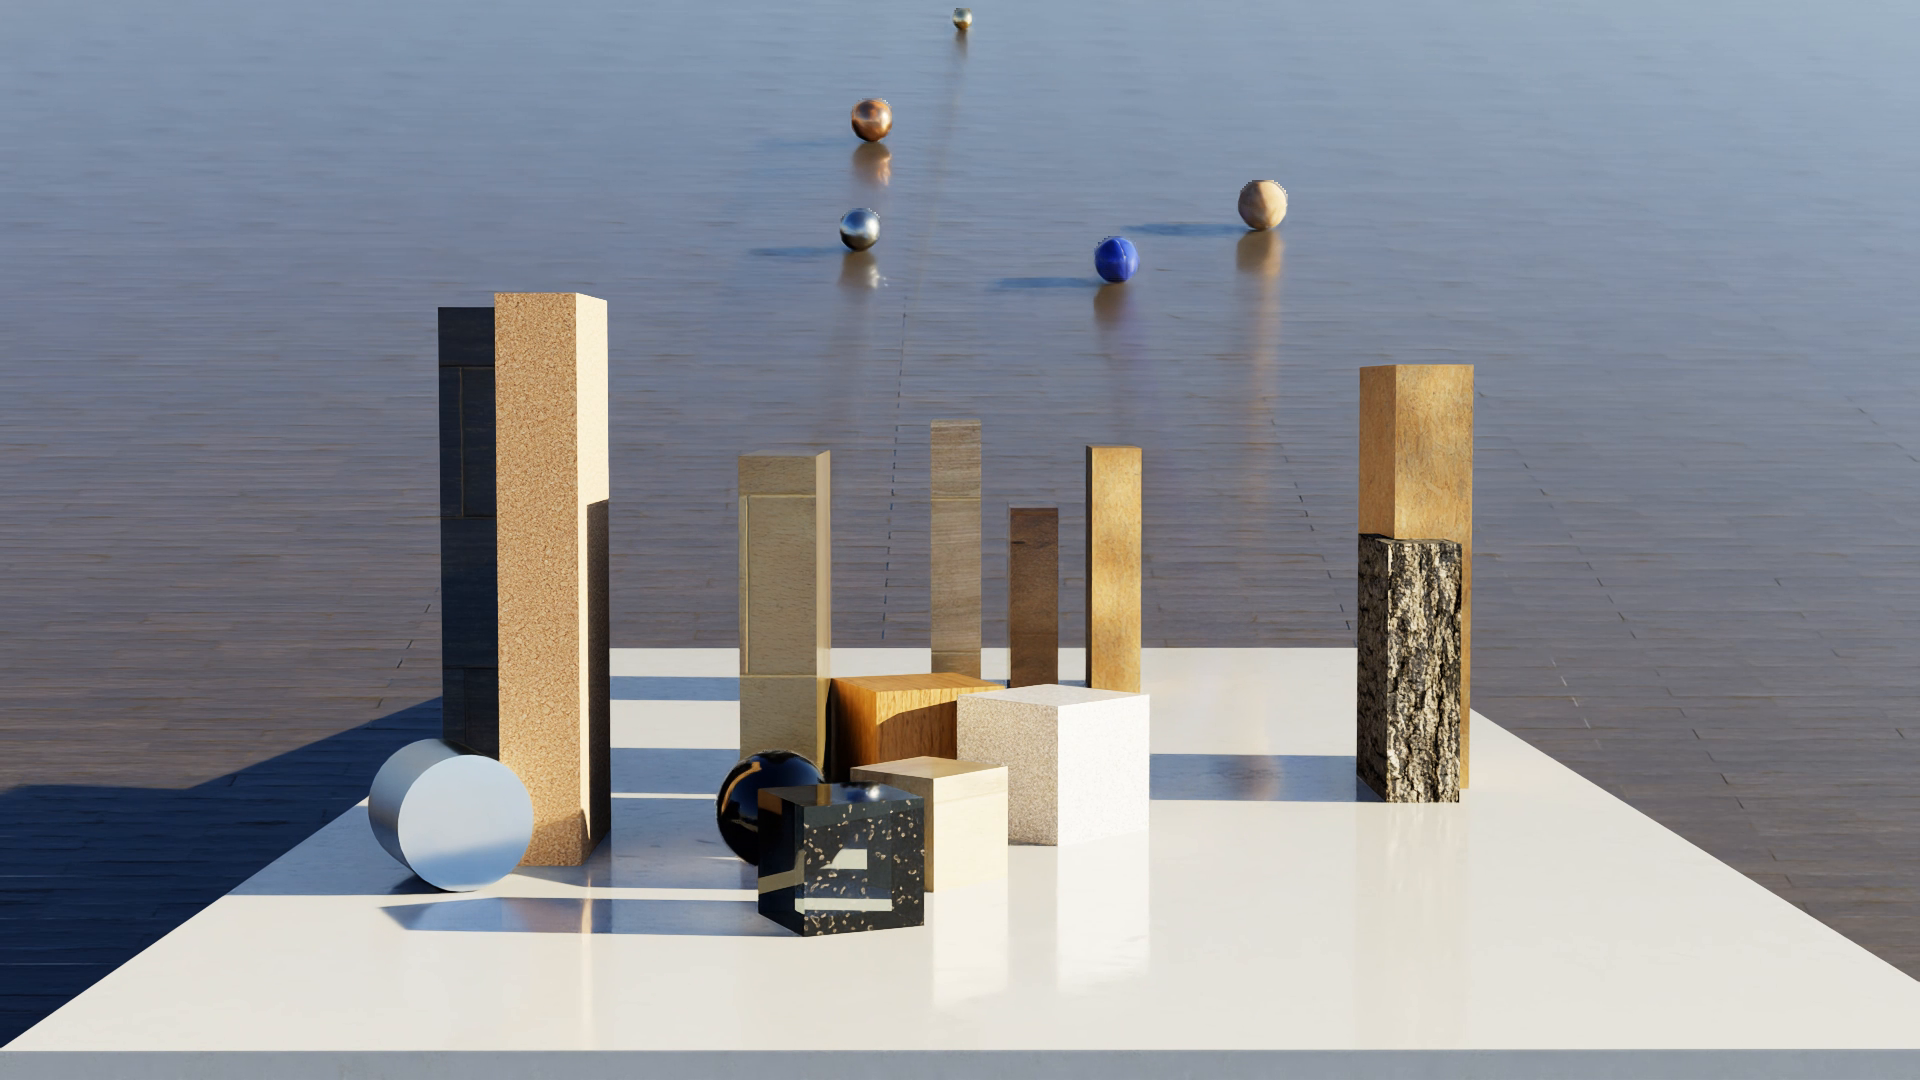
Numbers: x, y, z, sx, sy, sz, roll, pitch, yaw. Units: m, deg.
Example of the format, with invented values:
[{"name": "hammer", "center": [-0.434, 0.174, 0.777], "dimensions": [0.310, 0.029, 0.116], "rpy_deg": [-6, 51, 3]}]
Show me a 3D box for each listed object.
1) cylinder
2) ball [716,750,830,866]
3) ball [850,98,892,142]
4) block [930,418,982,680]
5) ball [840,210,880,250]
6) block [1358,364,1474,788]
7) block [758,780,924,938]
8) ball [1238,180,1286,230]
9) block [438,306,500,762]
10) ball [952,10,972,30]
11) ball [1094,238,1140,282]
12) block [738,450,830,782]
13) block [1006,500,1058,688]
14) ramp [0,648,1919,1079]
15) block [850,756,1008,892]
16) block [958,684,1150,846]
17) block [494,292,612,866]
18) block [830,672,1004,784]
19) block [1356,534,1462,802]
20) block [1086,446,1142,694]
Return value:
[{"name": "cylinder", "center": [-0.677, 0.362, 3.407], "dimensions": [0.178, 0.178, 0.178], "rpy_deg": [-10, 7, -24]}, {"name": "ball", "center": [-0.250, 0.366, 3.494], "dimensions": [0.162, 0.162, 0.162], "rpy_deg": [0, 21, 0]}, {"name": "ball", "center": [-0.436, -2.071, 12.675], "dimensions": [0.208, 0.208, 0.208], "rpy_deg": [0, 21, 0]}, {"name": "block", "center": [-0.007, 0.097, 4.366], "dimensions": [0.081, 0.602, 0.432], "rpy_deg": [0, 3, 0]}, {"name": "ball", "center": [-0.416, -1.286, 10.664], "dimensions": [0.170, 0.170, 0.170], "rpy_deg": [0, 21, 0]}, {"name": "block", "center": [0.769, 0.051, 4.368], "dimensions": [0.125, 0.692, 0.375], "rpy_deg": [0, 3, 0]}, {"name": "block", "center": [-0.147, 0.388, 3.154], "dimensions": [0.156, 0.156, 0.156], "rpy_deg": [-2, 4, -25]}, {"name": "ball", "center": [1.294, -1.432, 10.995], "dimensions": [0.208, 0.208, 0.208], "rpy_deg": [0, 21, 0]}, {"name": "block", "center": [-0.799, 0.001, 4.403], "dimensions": [0.132, 0.789, 0.251], "rpy_deg": [0, 3, 0]}, {"name": "ball", "center": [0.014, -3.189, 15.738], "dimensions": [0.123, 0.123, 0.123], "rpy_deg": [0, 21, 0]}, {"name": "ball", "center": [0.621, -1.109, 10.186], "dimensions": [0.178, 0.178, 0.178], "rpy_deg": [0, 21, 0]}, {"name": "block", "center": [-0.253, 0.152, 3.760], "dimensions": [0.107, 0.559, 0.393], "rpy_deg": [0, 3, 0]}, {"name": "block", "center": [0.154, 0.127, 5.518], "dimensions": [0.100, 0.409, 0.344], "rpy_deg": [0, 3, 0]}, {"name": "ramp", "center": [0.048, 0.438, 4.532], "dimensions": [2.000, 0.100, 4.000], "rpy_deg": [0, 3, 0]}, {"name": "block", "center": [-0.041, 0.377, 3.427], "dimensions": [0.149, 0.149, 0.149], "rpy_deg": [3, 4, 41]}, {"name": "block", "center": [0.138, 0.329, 3.804], "dimensions": [0.201, 0.201, 0.201], "rpy_deg": [3, 5, 44]}, {"name": "block", "center": [-0.574, 0.047, 3.650], "dimensions": [0.110, 0.782, 0.306], "rpy_deg": [0, 3, 0]}, {"name": "block", "center": [-0.067, 0.319, 3.931], "dimensions": [0.206, 0.206, 0.206], "rpy_deg": [-1, 4, -22]}, {"name": "block", "center": [0.731, 0.202, 4.199], "dimensions": [0.115, 0.409, 0.306], "rpy_deg": [0, 3, 0]}, {"name": "block", "center": [0.335, 0.060, 5.639], "dimensions": [0.105, 0.529, 0.274], "rpy_deg": [0, 3, 0]}]
